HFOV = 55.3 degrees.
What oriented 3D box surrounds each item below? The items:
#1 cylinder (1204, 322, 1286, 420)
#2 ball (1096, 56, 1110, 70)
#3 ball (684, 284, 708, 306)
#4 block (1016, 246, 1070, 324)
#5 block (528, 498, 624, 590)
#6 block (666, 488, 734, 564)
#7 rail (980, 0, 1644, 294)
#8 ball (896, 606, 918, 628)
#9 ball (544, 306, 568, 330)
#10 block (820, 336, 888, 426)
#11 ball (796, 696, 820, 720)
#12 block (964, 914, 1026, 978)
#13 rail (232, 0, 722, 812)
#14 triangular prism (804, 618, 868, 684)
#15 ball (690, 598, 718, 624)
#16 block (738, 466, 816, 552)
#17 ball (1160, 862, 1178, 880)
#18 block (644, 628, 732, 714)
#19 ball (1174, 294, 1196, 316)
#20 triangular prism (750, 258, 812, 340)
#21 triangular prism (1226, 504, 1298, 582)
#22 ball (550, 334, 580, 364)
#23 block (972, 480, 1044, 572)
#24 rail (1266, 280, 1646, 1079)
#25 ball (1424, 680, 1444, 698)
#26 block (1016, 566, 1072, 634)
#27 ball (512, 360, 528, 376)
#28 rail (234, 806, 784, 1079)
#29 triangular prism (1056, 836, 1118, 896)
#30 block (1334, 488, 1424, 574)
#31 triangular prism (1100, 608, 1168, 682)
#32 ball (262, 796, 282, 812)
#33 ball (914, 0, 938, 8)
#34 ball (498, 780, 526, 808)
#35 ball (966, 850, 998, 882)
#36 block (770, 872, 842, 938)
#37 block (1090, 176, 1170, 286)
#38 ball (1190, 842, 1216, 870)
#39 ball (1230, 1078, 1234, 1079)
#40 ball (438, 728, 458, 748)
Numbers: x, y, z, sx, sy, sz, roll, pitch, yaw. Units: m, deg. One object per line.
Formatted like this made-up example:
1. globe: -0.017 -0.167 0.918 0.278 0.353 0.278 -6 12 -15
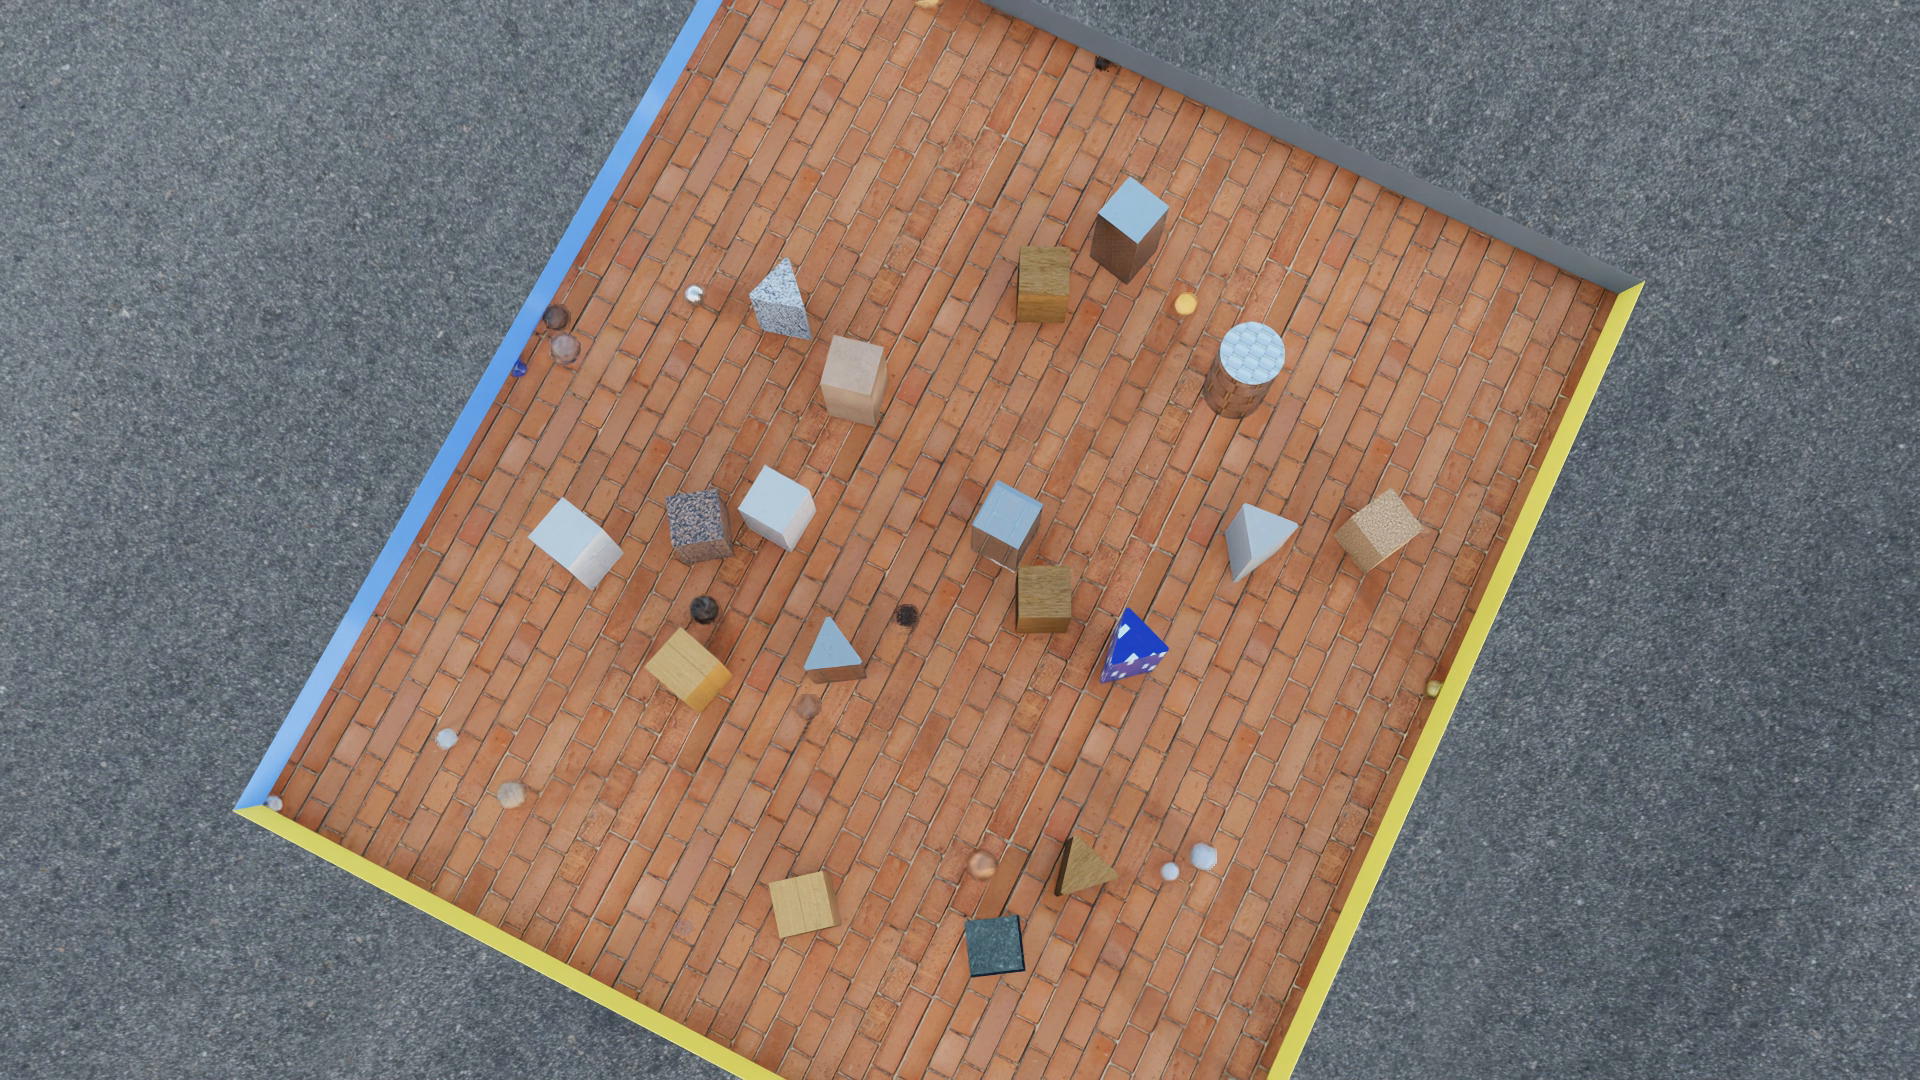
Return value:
1. cylinder: 0.853 -0.506 5.527 0.190 0.380 0.190 0 78 0
2. ball: 0.460 -1.537 5.912 0.045 0.045 0.045 0 78 0
3. ball: -0.827 -0.766 5.739 0.070 0.070 0.070 0 78 0
4. block: 0.255 -0.784 5.643 0.152 0.265 0.152 2 78 0
5. block: -1.134 0.015 5.435 0.152 0.350 0.152 38 81 7
6. block: -0.776 -0.039 5.488 0.152 0.267 0.152 -9 78 -2
7. rail: 0.736 -1.436 5.849 3.059 0.123 0.045 26 80 5
8. ball: -0.160 0.231 5.536 0.064 0.064 0.064 0 78 0
9. ball: -1.261 -0.694 5.720 0.078 0.078 0.078 0 78 0
10. block: -0.316 -0.476 5.535 0.152 0.353 0.152 14 79 3
11. ball: -0.455 0.502 5.476 0.071 0.071 0.071 0 78 0
12. block: 0.096 1.150 5.201 0.152 0.348 0.152 -6 78 -1
13. rail: -1.347 -0.653 5.687 0.045 0.123 3.340 26 80 5
14. triangular prism: -0.369 0.321 5.384 0.165 0.325 0.142 -6 78 -1
15. ball: -0.771 0.214 5.529 0.084 0.084 0.084 0 78 0
16. block: -0.545 -0.090 5.494 0.152 0.277 0.152 29 80 6
17. ball: 0.615 0.975 5.388 0.052 0.052 0.052 0 78 0
18. block: -0.791 0.385 5.372 0.152 0.323 0.152 40 81 8
19. ball: 0.705 -0.735 5.735 0.066 0.066 0.066 0 78 0
20. triangular prism: -0.532 -0.746 5.614 0.165 0.307 0.142 12 79 2
21. triangular prism: 0.859 -0.011 5.430 0.165 0.369 0.142 -37 81 -7
22. ball: -1.226 -0.595 5.691 0.095 0.095 0.095 0 78 0
23. block: 0.137 -0.037 5.438 0.152 0.364 0.152 28 80 6
24. rail: 1.347 0.666 5.415 0.045 0.123 3.340 26 80 5
25. ball: 1.421 0.447 5.494 0.058 0.058 0.058 0 78 0
26. block: 0.245 0.178 5.431 0.152 0.291 0.152 0 78 0
27. ball: -1.371 -0.533 5.701 0.051 0.051 0.051 0 78 0
28. rail: -0.736 1.449 5.253 3.059 0.123 0.045 26 80 5
29. triangular prism: 0.339 0.920 5.234 0.165 0.376 0.142 -16 79 -3
30. block: 1.250 -0.024 5.488 0.152 0.261 0.152 -35 80 -7
31. triangular prism: 0.487 0.301 5.337 0.165 0.426 0.142 -13 79 -3
32. ball: -2.036 0.783 5.427 0.054 0.054 0.054 0 78 0
33. ball: -0.109 -1.771 5.934 0.095 0.095 0.095 0 78 0
34. ball: -1.324 0.753 5.420 0.080 0.080 0.080 0 78 0
35. ball: 0.064 0.956 5.371 0.093 0.093 0.093 0 78 0
36. block: -0.437 1.040 5.222 0.152 0.351 0.152 -13 79 -3
37. block: 0.517 -0.945 5.626 0.152 0.364 0.152 39 81 7
38. ball: 0.712 0.929 5.386 0.076 0.076 0.076 0 78 0
39. ball: 0.781 1.577 5.261 0.058 0.058 0.058 0 78 0
40. ball: -1.528 0.591 5.464 0.059 0.059 0.059 0 78 0
